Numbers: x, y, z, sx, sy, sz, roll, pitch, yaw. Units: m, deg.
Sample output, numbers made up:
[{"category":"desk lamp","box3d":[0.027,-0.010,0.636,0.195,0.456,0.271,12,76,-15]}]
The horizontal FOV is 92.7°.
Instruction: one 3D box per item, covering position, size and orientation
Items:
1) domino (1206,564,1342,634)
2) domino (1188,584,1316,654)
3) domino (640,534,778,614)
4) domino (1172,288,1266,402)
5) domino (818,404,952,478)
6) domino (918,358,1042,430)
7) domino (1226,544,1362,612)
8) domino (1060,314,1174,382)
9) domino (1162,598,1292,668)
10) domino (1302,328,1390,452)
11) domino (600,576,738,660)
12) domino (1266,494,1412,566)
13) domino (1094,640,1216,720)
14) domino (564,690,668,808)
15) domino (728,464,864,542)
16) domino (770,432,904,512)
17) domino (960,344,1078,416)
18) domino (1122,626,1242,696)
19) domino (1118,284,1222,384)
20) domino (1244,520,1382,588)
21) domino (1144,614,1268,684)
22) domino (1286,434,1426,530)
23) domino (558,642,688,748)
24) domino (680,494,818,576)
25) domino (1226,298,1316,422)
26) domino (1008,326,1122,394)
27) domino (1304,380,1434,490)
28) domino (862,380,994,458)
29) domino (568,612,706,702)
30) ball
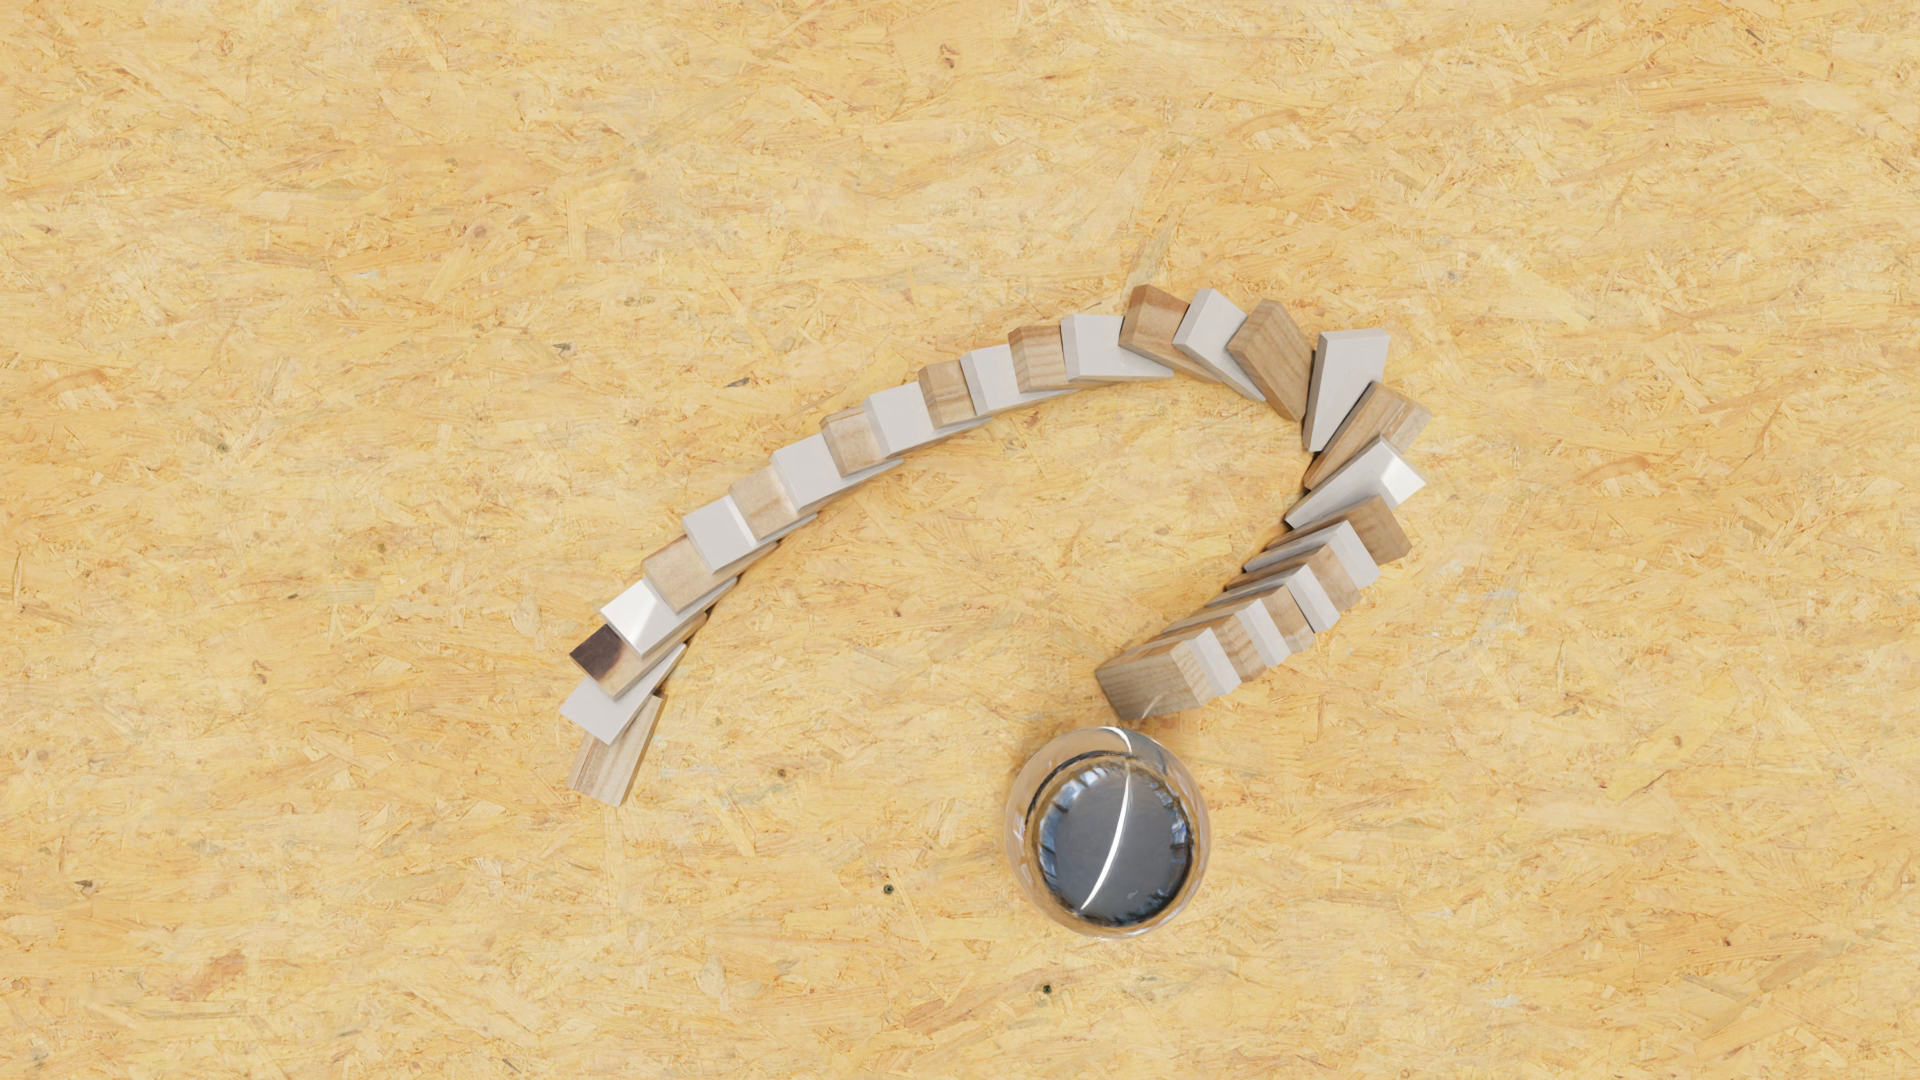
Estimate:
[{"category":"domino","box3d":[0.127,0.029,0.376,0.010,0.050,0.025,-33,90,-33]},{"category":"domino","box3d":[0.118,0.037,0.376,0.010,0.050,0.025,-30,90,-32]},{"category":"domino","box3d":[-0.105,0.007,0.384,0.050,0.009,0.025,-36,89,-28]},{"category":"domino","box3d":[0.114,-0.081,0.384,0.050,0.010,0.025,27,90,-28]},{"category":"domino","box3d":[-0.031,-0.046,0.385,0.050,0.010,0.025,-22,90,-26]},{"category":"domino","box3d":[0.009,-0.064,0.385,0.050,0.010,0.025,-16,90,-26]},{"category":"domino","box3d":[0.136,0.021,0.376,0.010,0.050,0.025,-33,90,-33]},{"category":"domino","box3d":[0.066,-0.080,0.383,0.050,0.010,0.025,-5,88,-30]},{"category":"domino","box3d":[0.108,0.042,0.376,0.009,0.050,0.025,-30,90,-32]},{"category":"domino","box3d":[0.160,-0.062,0.382,0.025,0.009,0.050,-4,124,0]},{"category":"domino","box3d":[-0.121,0.024,0.383,0.025,0.009,0.050,46,61,4]},{"category":"domino","box3d":[0.156,0.003,0.378,0.010,0.050,0.025,-33,91,-43]},{"category":"domino","box3d":[0.079,0.058,0.376,0.009,0.050,0.025,-30,90,-32]},{"category":"domino","box3d":[-0.148,0.086,0.395,0.025,0.010,0.050,22,90,0]},{"category":"domino","box3d":[-0.069,-0.022,0.385,0.050,0.010,0.025,-30,90,-26]},{"category":"domino","box3d":[-0.051,-0.034,0.384,0.050,0.009,0.025,-27,89,-26]},{"category":"domino","box3d":[0.026,-0.069,0.382,0.050,0.009,0.025,-18,91,-30]},{"category":"domino","box3d":[0.089,0.053,0.376,0.009,0.050,0.025,-30,90,-32]},{"category":"domino","box3d":[0.092,-0.086,0.384,0.050,0.009,0.025,16,90,-28]},{"category":"domino","box3d":[0.143,0.012,0.376,0.010,0.050,0.025,-33,90,-33]},{"category":"domino","box3d":[0.099,0.048,0.376,0.009,0.050,0.025,-30,90,-32]},{"category":"domino","box3d":[0.164,-0.017,0.382,0.025,0.010,0.050,43,123,0]},{"category":"domino","box3d":[-0.141,0.059,0.386,0.025,0.010,0.050,34,66,0]},{"category":"domino","box3d":[-0.088,-0.009,0.384,0.050,0.010,0.025,-31,90,-28]},{"category":"domino","box3d":[0.134,-0.074,0.382,0.050,0.009,0.025,37,89,-35]},{"category":"domino","box3d":[0.045,-0.076,0.383,0.050,0.010,0.025,-9,87,-30]},{"category":"domino","box3d":[0.169,-0.038,0.382,0.025,0.010,0.050,26,124,0]},{"category":"domino","box3d":[-0.013,-0.054,0.384,0.050,0.010,0.025,-22,90,-26]},{"category":"domino","box3d":[-0.134,0.041,0.383,0.025,0.010,0.050,42,61,5]},{"category":"ball","box3d":[0.057,0.114,0.360,0.080,0.080,0.080,0,90,0]}]
